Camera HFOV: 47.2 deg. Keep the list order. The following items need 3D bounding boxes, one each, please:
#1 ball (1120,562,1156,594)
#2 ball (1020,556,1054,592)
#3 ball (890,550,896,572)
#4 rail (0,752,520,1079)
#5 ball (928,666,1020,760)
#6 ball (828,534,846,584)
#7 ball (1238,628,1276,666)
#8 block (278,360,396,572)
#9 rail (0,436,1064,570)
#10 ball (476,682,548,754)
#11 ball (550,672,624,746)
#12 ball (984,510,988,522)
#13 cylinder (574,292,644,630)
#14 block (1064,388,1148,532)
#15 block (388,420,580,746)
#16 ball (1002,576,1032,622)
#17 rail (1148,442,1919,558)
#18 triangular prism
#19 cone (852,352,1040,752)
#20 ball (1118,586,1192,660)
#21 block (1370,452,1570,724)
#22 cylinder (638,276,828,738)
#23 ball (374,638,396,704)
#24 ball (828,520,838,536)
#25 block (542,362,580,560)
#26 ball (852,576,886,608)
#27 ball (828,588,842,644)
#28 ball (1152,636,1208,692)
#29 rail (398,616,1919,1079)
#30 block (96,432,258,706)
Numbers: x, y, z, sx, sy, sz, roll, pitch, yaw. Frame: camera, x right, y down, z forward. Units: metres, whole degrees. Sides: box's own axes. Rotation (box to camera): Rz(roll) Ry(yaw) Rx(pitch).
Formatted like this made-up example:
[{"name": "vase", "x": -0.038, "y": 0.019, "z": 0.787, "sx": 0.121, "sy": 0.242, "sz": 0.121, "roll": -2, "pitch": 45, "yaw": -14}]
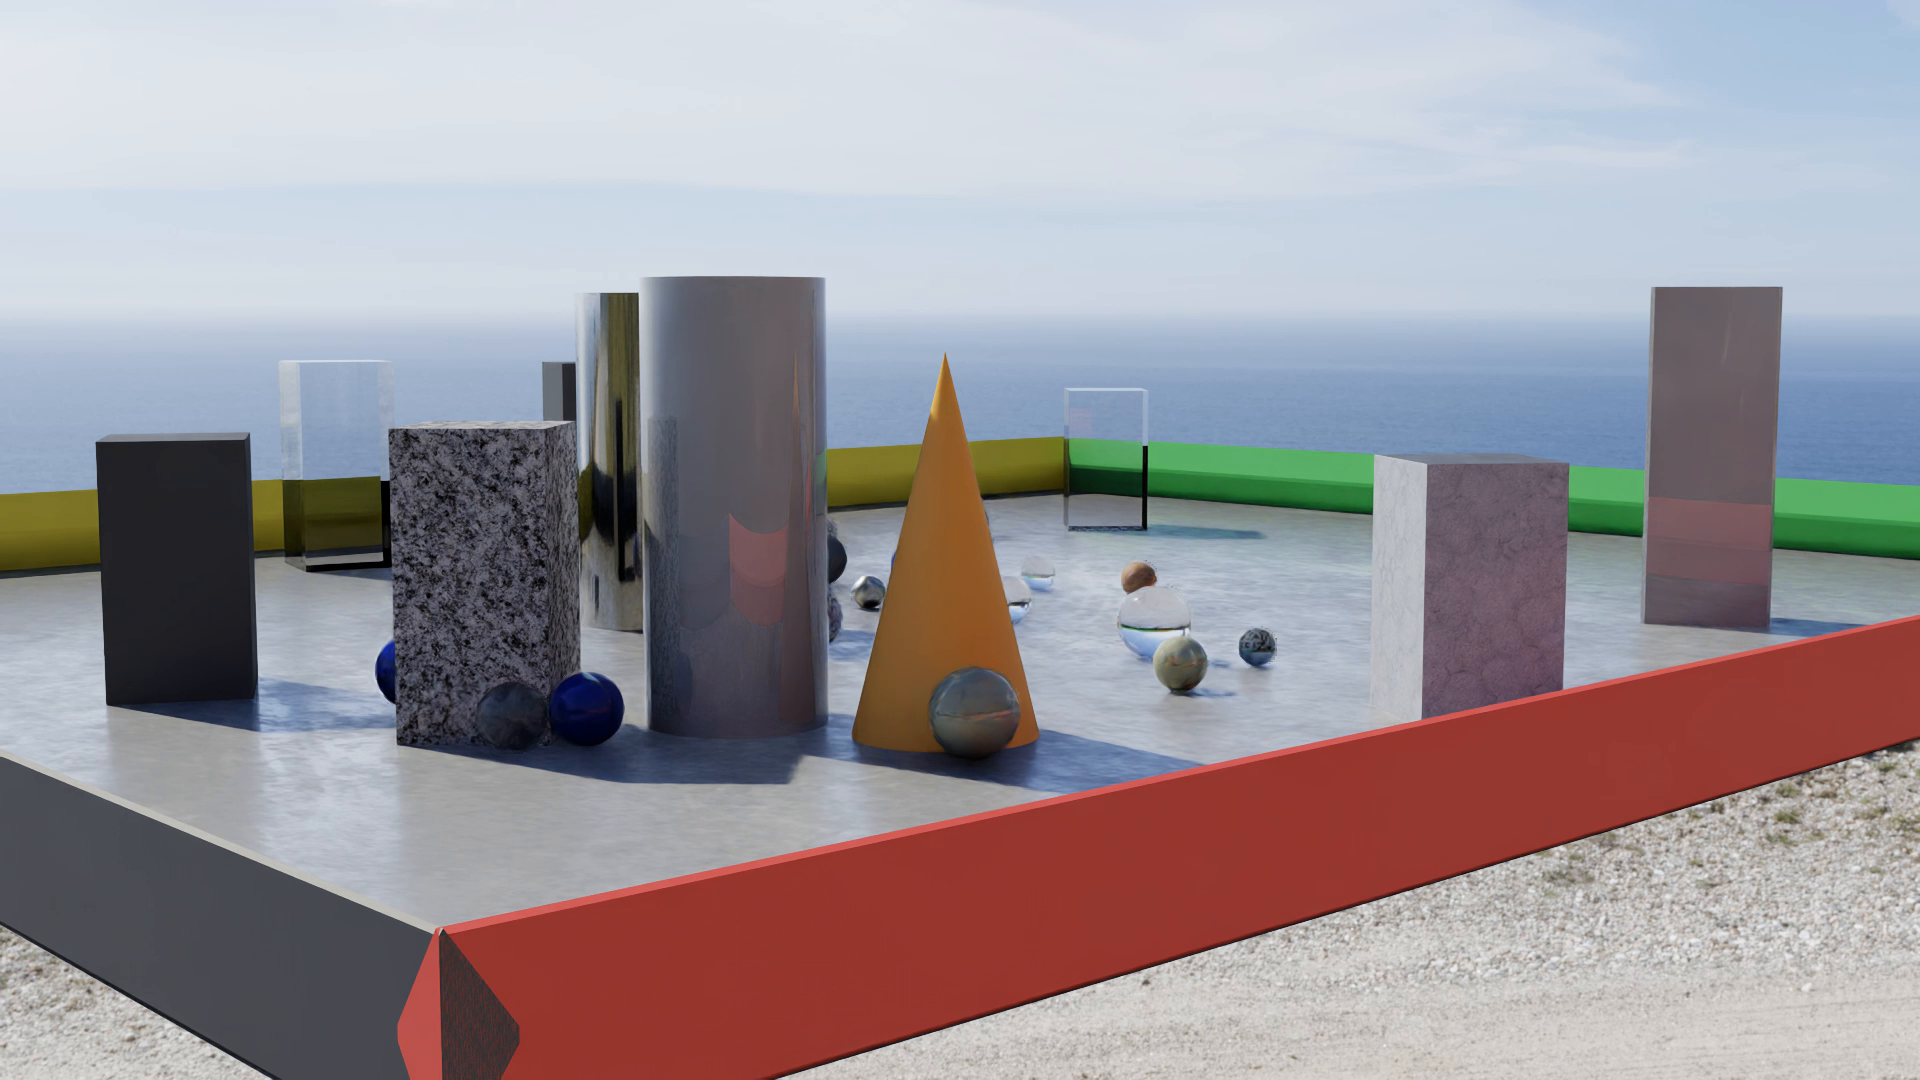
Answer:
[{"name": "ball", "x": 0.278, "y": 0.062, "z": 3.427, "sx": 0.056, "sy": 0.056, "sz": 0.056, "roll": 0, "pitch": 6, "yaw": 0}, {"name": "ball", "x": 0.124, "y": 0.054, "z": 3.506, "sx": 0.055, "sy": 0.055, "sz": 0.055, "roll": 0, "pitch": 6, "yaw": 0}, {"name": "ball", "x": -0.066, "y": 0.041, "z": 3.470, "sx": 0.088, "sy": 0.088, "sz": 0.088, "roll": 0, "pitch": 6, "yaw": 0}, {"name": "rail", "x": -1.231, "y": 0.151, "z": 2.202, "sx": 0.045, "sy": 0.129, "sz": 2.900, "roll": -5, "pitch": 8, "yaw": -42}, {"name": "ball", "x": 0.014, "y": 0.172, "z": 2.185, "sx": 0.092, "sy": 0.092, "sz": 0.092, "roll": 0, "pitch": 6, "yaw": 0}, {"name": "ball", "x": -0.228, "y": 0.031, "z": 3.574, "sx": 0.087, "sy": 0.087, "sz": 0.087, "roll": 0, "pitch": 6, "yaw": 0}, {"name": "ball", "x": 0.373, "y": 0.135, "z": 2.766, "sx": 0.047, "sy": 0.047, "sz": 0.047, "roll": 0, "pitch": 6, "yaw": 0}, {"name": "block", "x": -1.088, "y": -0.134, "z": 3.850, "sx": 0.159, "sy": 0.358, "sz": 0.159, "roll": -3, "pitch": 7, "yaw": -29}, {"name": "rail", "x": -0.967, "y": -0.075, "z": 4.374, "sx": 3.398, "sy": 0.129, "sz": 0.045, "roll": -5, "pitch": 8, "yaw": -42}, {"name": "ball", "x": -0.452, "y": 0.179, "z": 2.220, "sx": 0.072, "sy": 0.072, "sz": 0.072, "roll": 0, "pitch": 6, "yaw": 0}, {"name": "ball", "x": -0.383, "y": 0.173, "z": 2.258, "sx": 0.076, "sy": 0.076, "sz": 0.076, "roll": 0, "pitch": 6, "yaw": 0}, {"name": "ball", "x": 0.018, "y": -0.036, "z": 4.265, "sx": 0.076, "sy": 0.076, "sz": 0.076, "roll": 0, "pitch": 6, "yaw": 0}, {"name": "cylinder", "x": -0.446, "y": -0.117, "z": 3.143, "sx": 0.199, "sy": 0.470, "sz": 0.199, "roll": 0, "pitch": 6, "yaw": 0}, {"name": "block", "x": 0.299, "y": -0.168, "z": 4.527, "sx": 0.159, "sy": 0.284, "sz": 0.159, "roll": 0, "pitch": 6, "yaw": -1}, {"name": "block", "x": -0.498, "y": 0.041, "z": 2.323, "sx": 0.159, "sy": 0.326, "sz": 0.159, "roll": 0, "pitch": 6, "yaw": 2}, {"name": "ball", "x": 0.071, "y": 0.085, "z": 3.154, "sx": 0.066, "sy": 0.066, "sz": 0.066, "roll": 0, "pitch": 6, "yaw": 0}, {"name": "rail", "x": 1.231, "y": -0.084, "z": 4.462, "sx": 0.045, "sy": 0.129, "sz": 2.900, "roll": -5, "pitch": 8, "yaw": -42}, {"name": "triangular prism", "x": 1.075, "y": -0.124, "z": 3.174, "sx": 0.172, "sy": 0.478, "sz": 0.149, "roll": 1, "pitch": 6, "yaw": 13}, {"name": "cone", "x": -0.015, "y": 0.004, "z": 2.300, "sx": 0.199, "sy": 0.403, "sz": 0.199, "roll": 0, "pitch": 6, "yaw": 0}, {"name": "ball", "x": 0.249, "y": 0.105, "z": 2.820, "sx": 0.095, "sy": 0.095, "sz": 0.095, "roll": 0, "pitch": 6, "yaw": 0}, {"name": "block", "x": 0.557, "y": 0.052, "z": 2.419, "sx": 0.159, "sy": 0.284, "sz": 0.159, "roll": -1, "pitch": 6, "yaw": -9}, {"name": "cylinder", "x": -0.242, "y": -0.041, "z": 2.370, "sx": 0.199, "sy": 0.480, "sz": 0.199, "roll": 0, "pitch": 6, "yaw": 0}, {"name": "ball", "x": -0.610, "y": 0.146, "z": 2.463, "sx": 0.088, "sy": 0.088, "sz": 0.088, "roll": 0, "pitch": 6, "yaw": 0}, {"name": "ball", "x": -0.258, "y": -0.016, "z": 4.211, "sx": 0.049, "sy": 0.049, "sz": 0.049, "roll": 0, "pitch": 6, "yaw": 0}, {"name": "block", "x": -0.664, "y": -0.149, "z": 4.020, "sx": 0.159, "sy": 0.352, "sz": 0.159, "roll": -3, "pitch": 6, "yaw": -23}, {"name": "ball", "x": -0.137, "y": 0.078, "z": 3.299, "sx": 0.050, "sy": 0.050, "sz": 0.050, "roll": 0, "pitch": 6, "yaw": 0}, {"name": "ball", "x": -0.202, "y": 0.099, "z": 2.866, "sx": 0.097, "sy": 0.097, "sz": 0.097, "roll": 0, "pitch": 6, "yaw": 0}, {"name": "ball", "x": 0.259, "y": 0.145, "z": 2.584, "sx": 0.065, "sy": 0.065, "sz": 0.065, "roll": 0, "pitch": 6, "yaw": 0}, {"name": "rail", "x": 0.967, "y": 0.142, "z": 2.289, "sx": 3.398, "sy": 0.129, "sz": 0.045, "roll": -5, "pitch": 8, "yaw": -42}, {"name": "block", "x": -0.912, "y": 0.029, "z": 2.573, "sx": 0.159, "sy": 0.299, "sz": 0.159, "roll": -2, "pitch": 6, "yaw": -16}]
